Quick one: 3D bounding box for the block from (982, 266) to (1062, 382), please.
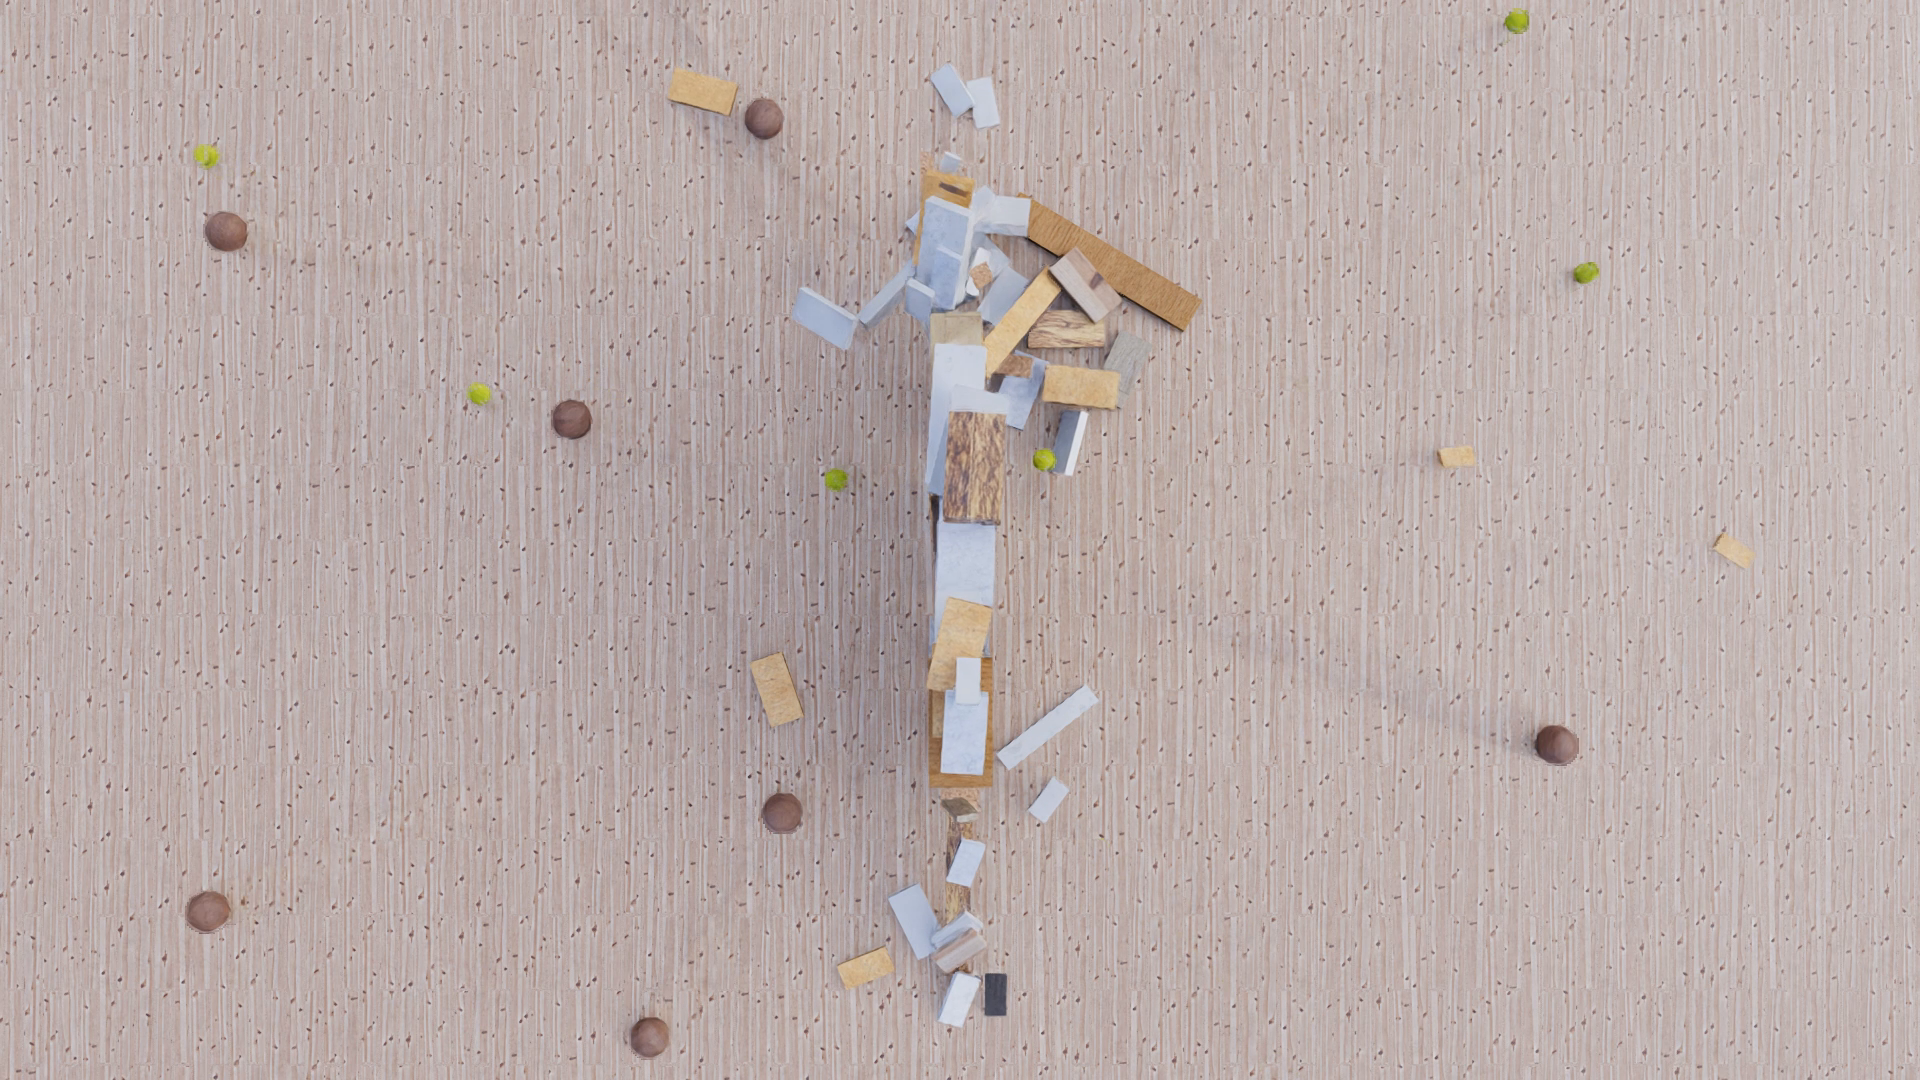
[{"bbox_3d":[0.184,-0.707,5.340,0.088,0.025,0.518,42,57,-7],"label":"block"}]

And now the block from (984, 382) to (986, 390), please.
[{"bbox_3d":[0.000,-0.485,4.925,0.148,0.296,0.042,-3,121,2],"label":"block"}]

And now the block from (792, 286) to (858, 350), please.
[{"bbox_3d":[-0.418,-0.684,5.094,0.212,0.030,0.106,33,123,19],"label":"block"}]

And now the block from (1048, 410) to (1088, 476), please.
[{"bbox_3d":[0.356,-0.322,5.447,0.030,0.106,0.212,15,90,-31],"label":"block"}]

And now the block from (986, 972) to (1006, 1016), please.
[{"bbox_3d":[0.119,1.513,5.490,0.069,0.020,0.139,1,90,0],"label":"block"}]

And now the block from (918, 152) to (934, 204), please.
[{"bbox_3d":[-0.106,-1.128,5.182,0.023,0.080,0.159,-1,79,13],"label":"block"}]

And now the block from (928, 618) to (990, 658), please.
[{"bbox_3d":[-0.003,0.322,4.797,0.175,0.526,0.050,-1,103,0],"label":"block"}]

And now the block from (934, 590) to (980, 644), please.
[{"bbox_3d":[-0.007,0.263,4.485,0.123,0.035,0.247,1,74,0],"label":"block"}]

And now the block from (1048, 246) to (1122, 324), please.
[{"bbox_3d":[0.413,-0.839,5.444,0.118,0.034,0.237,-41,91,-5],"label":"block"}]

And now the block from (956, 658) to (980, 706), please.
[{"bbox_3d":[0.021,0.372,4.332,0.063,0.018,0.125,2,70,-1],"label":"block"}]

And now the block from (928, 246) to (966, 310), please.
[{"bbox_3d":[-0.042,-0.781,4.931,0.088,0.025,0.176,28,131,18],"label":"block"}]

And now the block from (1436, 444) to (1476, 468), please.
[{"bbox_3d":[1.644,-0.276,5.465,0.125,0.018,0.063,-8,75,-18],"label":"block"}]

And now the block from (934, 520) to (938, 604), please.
[{"bbox_3d":[-0.010,0.065,4.700,0.119,0.034,0.238,1,101,-1],"label":"block"}]

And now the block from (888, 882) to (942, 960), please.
[{"bbox_3d":[-0.138,1.266,5.484,0.113,0.032,0.227,-26,90,0],"label":"block"}]

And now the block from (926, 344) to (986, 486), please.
[{"bbox_3d":[-0.011,-0.352,4.691,0.148,0.042,0.408,4,81,-1],"label":"block"}]

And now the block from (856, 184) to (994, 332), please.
[{"bbox_3d":[-0.107,-0.887,5.211,0.043,0.150,0.573,45,90,2],"label":"block"}]

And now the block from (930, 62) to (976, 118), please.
[{"bbox_3d":[-0.024,-1.493,5.474,0.080,0.023,0.159,-32,90,22],"label":"block"}]

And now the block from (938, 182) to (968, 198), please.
[{"bbox_3d":[-0.019,-0.993,4.673,0.055,0.110,0.016,25,103,11],"label":"block"}]

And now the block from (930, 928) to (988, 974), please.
[{"bbox_3d":[-0.002,1.342,5.394,0.173,0.024,0.086,-35,113,16],"label":"block"}]

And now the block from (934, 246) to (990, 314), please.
[{"bbox_3d":[0.002,-0.808,5.163,0.043,0.301,0.150,20,80,-18],"label":"block"}]

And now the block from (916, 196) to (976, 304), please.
[{"bbox_3d":[-0.045,-0.863,4.926,0.148,0.042,0.295,25,131,20],"label":"block"}]

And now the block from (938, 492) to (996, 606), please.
[{"bbox_3d":[0.019,0.026,4.602,0.158,0.045,0.316,2,106,3],"label":"block"}]

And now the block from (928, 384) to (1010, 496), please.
[{"bbox_3d":[0.024,-0.265,4.630,0.158,0.045,0.316,14,83,0],"label":"block"}]

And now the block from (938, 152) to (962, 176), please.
[{"bbox_3d":[-0.039,-1.111,4.975,0.055,0.016,0.110,24,128,-3],"label":"block"}]

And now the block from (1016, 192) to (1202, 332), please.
[{"bbox_3d":[0.472,-0.924,5.483,0.705,0.034,0.118,31,90,0],"label":"block"}]

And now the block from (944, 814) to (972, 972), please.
[{"bbox_3d":[-0.006,1.137,5.345,0.081,0.023,0.657,1,116,0],"label":"block"}]

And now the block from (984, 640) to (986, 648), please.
[{"bbox_3d":[0.009,0.214,4.812,0.119,0.034,0.238,-2,45,-3],"label":"block"}]

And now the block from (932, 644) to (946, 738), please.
[{"bbox_3d":[-0.011,0.404,4.418,0.123,0.035,0.247,0,91,0],"label":"block"}]

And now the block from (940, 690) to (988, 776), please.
[{"bbox_3d":[0.012,0.512,4.379,0.113,0.032,0.227,4,109,0],"label":"block"}]

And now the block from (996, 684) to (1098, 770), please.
[{"bbox_3d":[0.291,0.622,5.490,0.378,0.020,0.069,-38,90,0],"label":"block"}]

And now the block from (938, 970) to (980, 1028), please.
[{"bbox_3d":[-0.004,1.522,5.472,0.086,0.024,0.173,21,92,-19],"label":"block"}]

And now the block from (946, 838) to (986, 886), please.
[{"bbox_3d":[0.018,1.030,5.266,0.081,0.023,0.161,16,115,-7],"label":"block"}]
